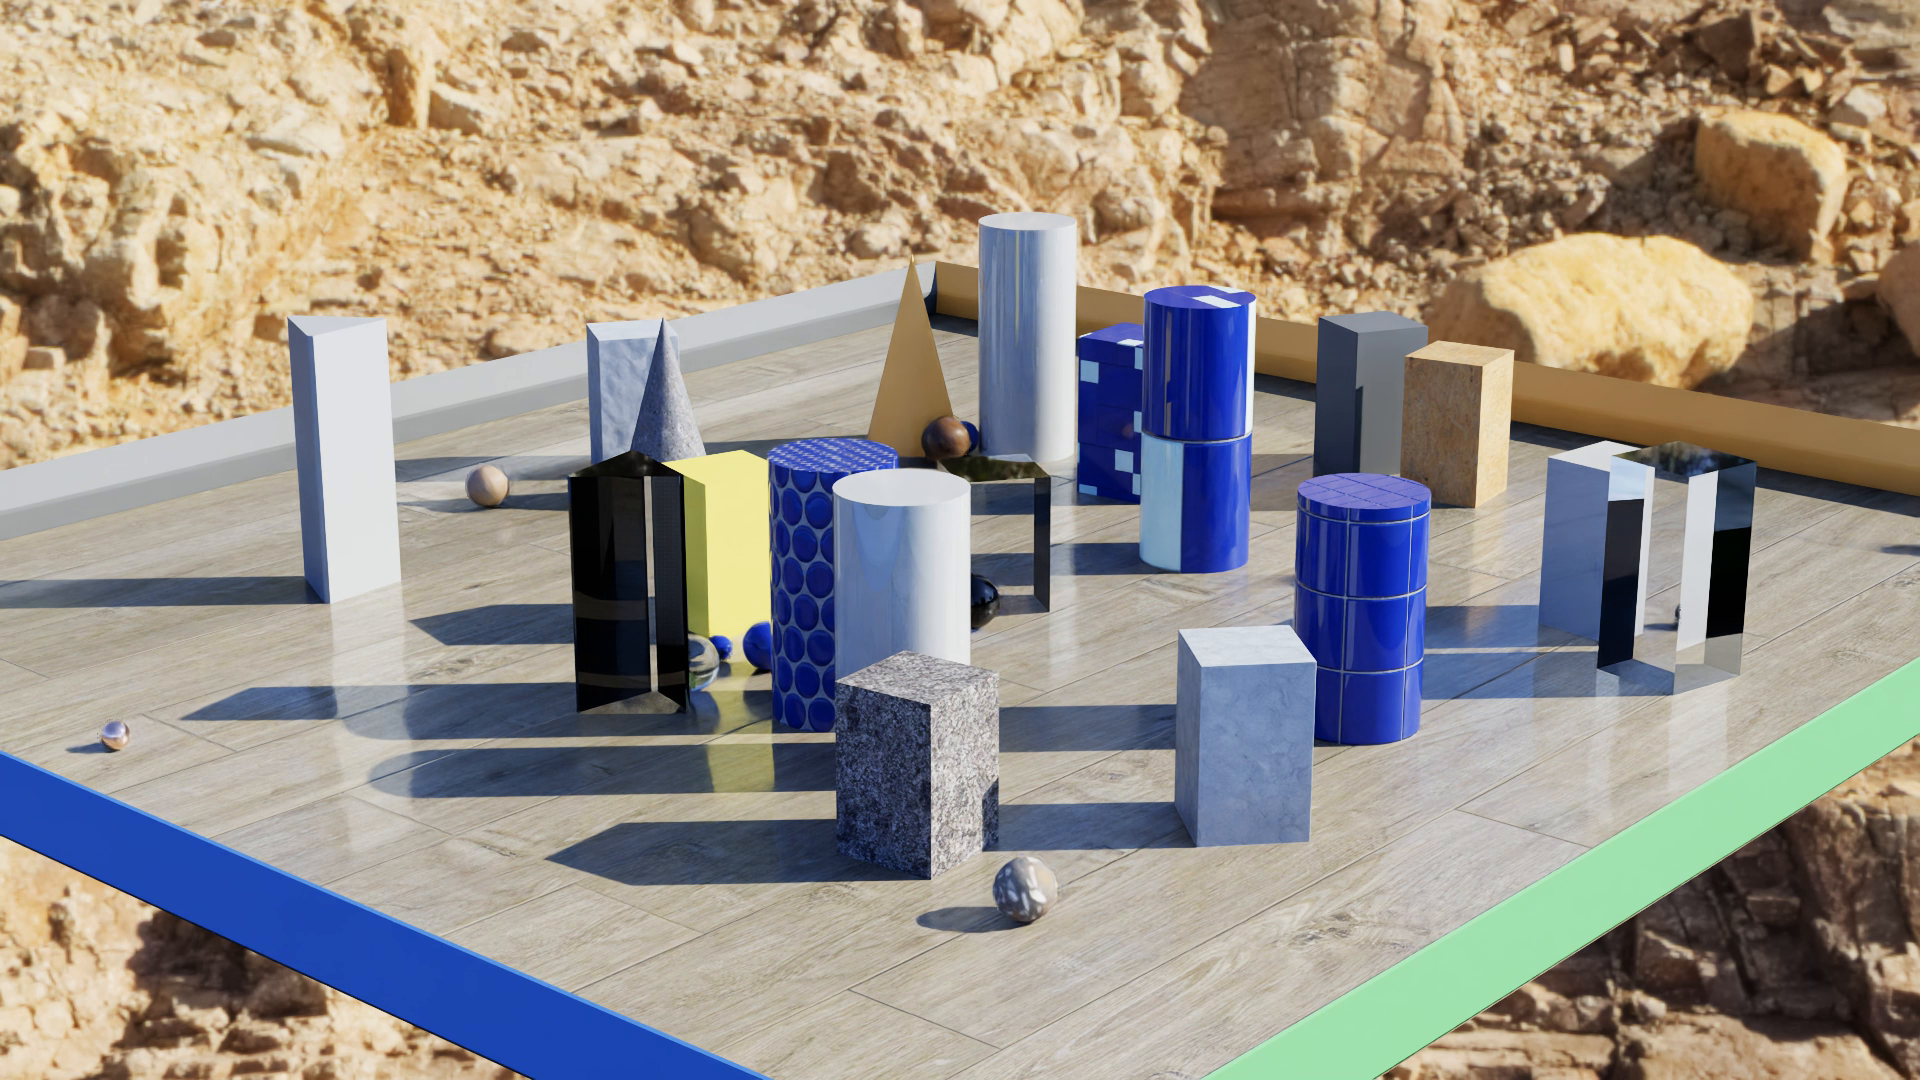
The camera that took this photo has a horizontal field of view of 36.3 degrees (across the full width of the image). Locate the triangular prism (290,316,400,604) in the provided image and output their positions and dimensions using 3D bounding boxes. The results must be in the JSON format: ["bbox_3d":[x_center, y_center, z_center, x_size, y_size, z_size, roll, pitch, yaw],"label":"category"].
[{"bbox_3d":[-1.107,-0.150,5.128,0.150,0.476,0.173,12,21,35],"label":"triangular prism"}]

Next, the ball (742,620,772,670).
[{"bbox_3d":[-0.313,0.171,4.750,0.080,0.080,0.080,0,17,0],"label":"ball"}]

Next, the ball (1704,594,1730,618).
[{"bbox_3d":[1.293,0.113,5.006,0.043,0.043,0.043,0,17,0],"label":"ball"}]

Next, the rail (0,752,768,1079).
[{"bbox_3d":[-1.104,0.399,3.903,3.125,0.130,0.045,14,22,39],"label":"rail"}]

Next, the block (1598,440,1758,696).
[{"bbox_3d":[1.146,0.043,4.693,0.160,0.358,0.160,-12,20,-34],"label":"block"}]

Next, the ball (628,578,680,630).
[{"bbox_3d":[-0.517,0.107,4.946,0.088,0.088,0.088,0,17,0],"label":"ball"}]

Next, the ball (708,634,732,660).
[{"bbox_3d":[-0.394,0.176,4.798,0.043,0.043,0.043,0,17,0],"label":"ball"}]

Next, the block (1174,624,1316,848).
[{"bbox_3d":[0.396,0.272,4.093,0.160,0.265,0.160,-2,17,-7],"label":"block"}]

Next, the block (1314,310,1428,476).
[{"bbox_3d":[0.827,-0.294,5.914,0.160,0.299,0.160,-7,18,-21],"label":"block"}]

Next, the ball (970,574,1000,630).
[{"bbox_3d":[0.020,0.103,4.950,0.094,0.094,0.094,0,17,0],"label":"ball"}]

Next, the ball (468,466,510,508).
[{"bbox_3d":[-0.910,-0.104,5.662,0.081,0.081,0.081,0,17,0],"label":"ball"}]

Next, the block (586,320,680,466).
[{"bbox_3d":[-0.657,-0.285,5.909,0.160,0.285,0.160,-5,17,-15],"label":"block"}]

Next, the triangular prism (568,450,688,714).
[{"bbox_3d":[-0.510,0.064,4.579,0.173,0.383,0.150,0,17,-1],"label":"triangular prism"}]

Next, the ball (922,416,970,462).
[{"bbox_3d":[-0.030,-0.201,5.955,0.098,0.098,0.098,0,17,0],"label":"ball"}]

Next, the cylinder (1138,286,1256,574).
[{"bbox_3d":[0.426,-0.200,5.281,0.199,0.485,0.199,0,17,0],"label":"cylinder"}]

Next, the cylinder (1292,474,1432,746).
[{"bbox_3d":[0.608,0.104,4.465,0.199,0.372,0.199,0,17,0],"label":"cylinder"}]

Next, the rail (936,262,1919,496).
[{"bbox_3d":[1.104,-0.334,6.337,3.125,0.130,0.045,14,22,39],"label":"rail"}]

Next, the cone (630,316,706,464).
[{"bbox_3d":[-0.568,-0.254,5.661,0.199,0.368,0.199,0,17,0],"label":"cone"}]

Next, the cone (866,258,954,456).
[{"bbox_3d":[-0.098,-0.393,6.060,0.199,0.404,0.199,0,17,0],"label":"cone"}]

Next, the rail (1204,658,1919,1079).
[{"bbox_3d":[1.162,0.323,4.154,0.045,0.130,3.414,14,22,39],"label":"rail"}]

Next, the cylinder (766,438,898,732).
[{"bbox_3d":[-0.193,0.068,4.514,0.199,0.412,0.199,0,17,0],"label":"cylinder"}]

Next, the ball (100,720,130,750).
[{"bbox_3d":[-1.269,0.293,4.406,0.044,0.044,0.044,0,17,0],"label":"ball"}]

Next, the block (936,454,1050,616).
[{"bbox_3d":[0.057,-0.008,5.063,0.160,0.241,0.160,-4,17,-14],"label":"block"}]

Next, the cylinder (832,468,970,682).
[{"bbox_3d":[-0.084,0.128,4.287,0.199,0.428,0.199,0,17,0],"label":"cylinder"}]

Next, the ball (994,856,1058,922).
[{"bbox_3d":[0.085,0.453,3.807,0.083,0.083,0.083,0,17,0],"label":"ball"}]

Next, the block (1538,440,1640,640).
[{"bbox_3d":[1.096,0.003,4.938,0.160,0.293,0.160,-14,22,-40],"label":"block"}]

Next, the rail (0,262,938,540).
[{"bbox_3d":[-1.162,-0.258,6.086,0.045,0.130,3.414,14,22,39],"label":"rail"}]

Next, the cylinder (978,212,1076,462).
[{"bbox_3d":[0.137,-0.416,6.002,0.199,0.481,0.199,0,17,0],"label":"cylinder"}]

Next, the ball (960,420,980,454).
[{"bbox_3d":[0.005,-0.211,6.036,0.070,0.070,0.070,0,17,0],"label":"ball"}]

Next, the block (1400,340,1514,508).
[{"bbox_3d":[0.969,-0.227,5.723,0.160,0.281,0.160,10,19,30],"label":"block"}]

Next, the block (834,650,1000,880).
[{"bbox_3d":[-0.058,0.305,4.009,0.160,0.250,0.160,11,20,33],"label":"block"}]

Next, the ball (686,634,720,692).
[{"bbox_3d":[-0.427,0.194,4.651,0.092,0.092,0.092,0,17,0],"label":"ball"}]

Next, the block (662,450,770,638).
[{"bbox_3d":[-0.396,0.008,4.959,0.160,0.272,0.160,-11,20,-32],"label":"block"}]

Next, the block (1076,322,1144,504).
[{"bbox_3d":[0.342,-0.250,5.744,0.160,0.312,0.160,12,20,34],"label":"block"}]
